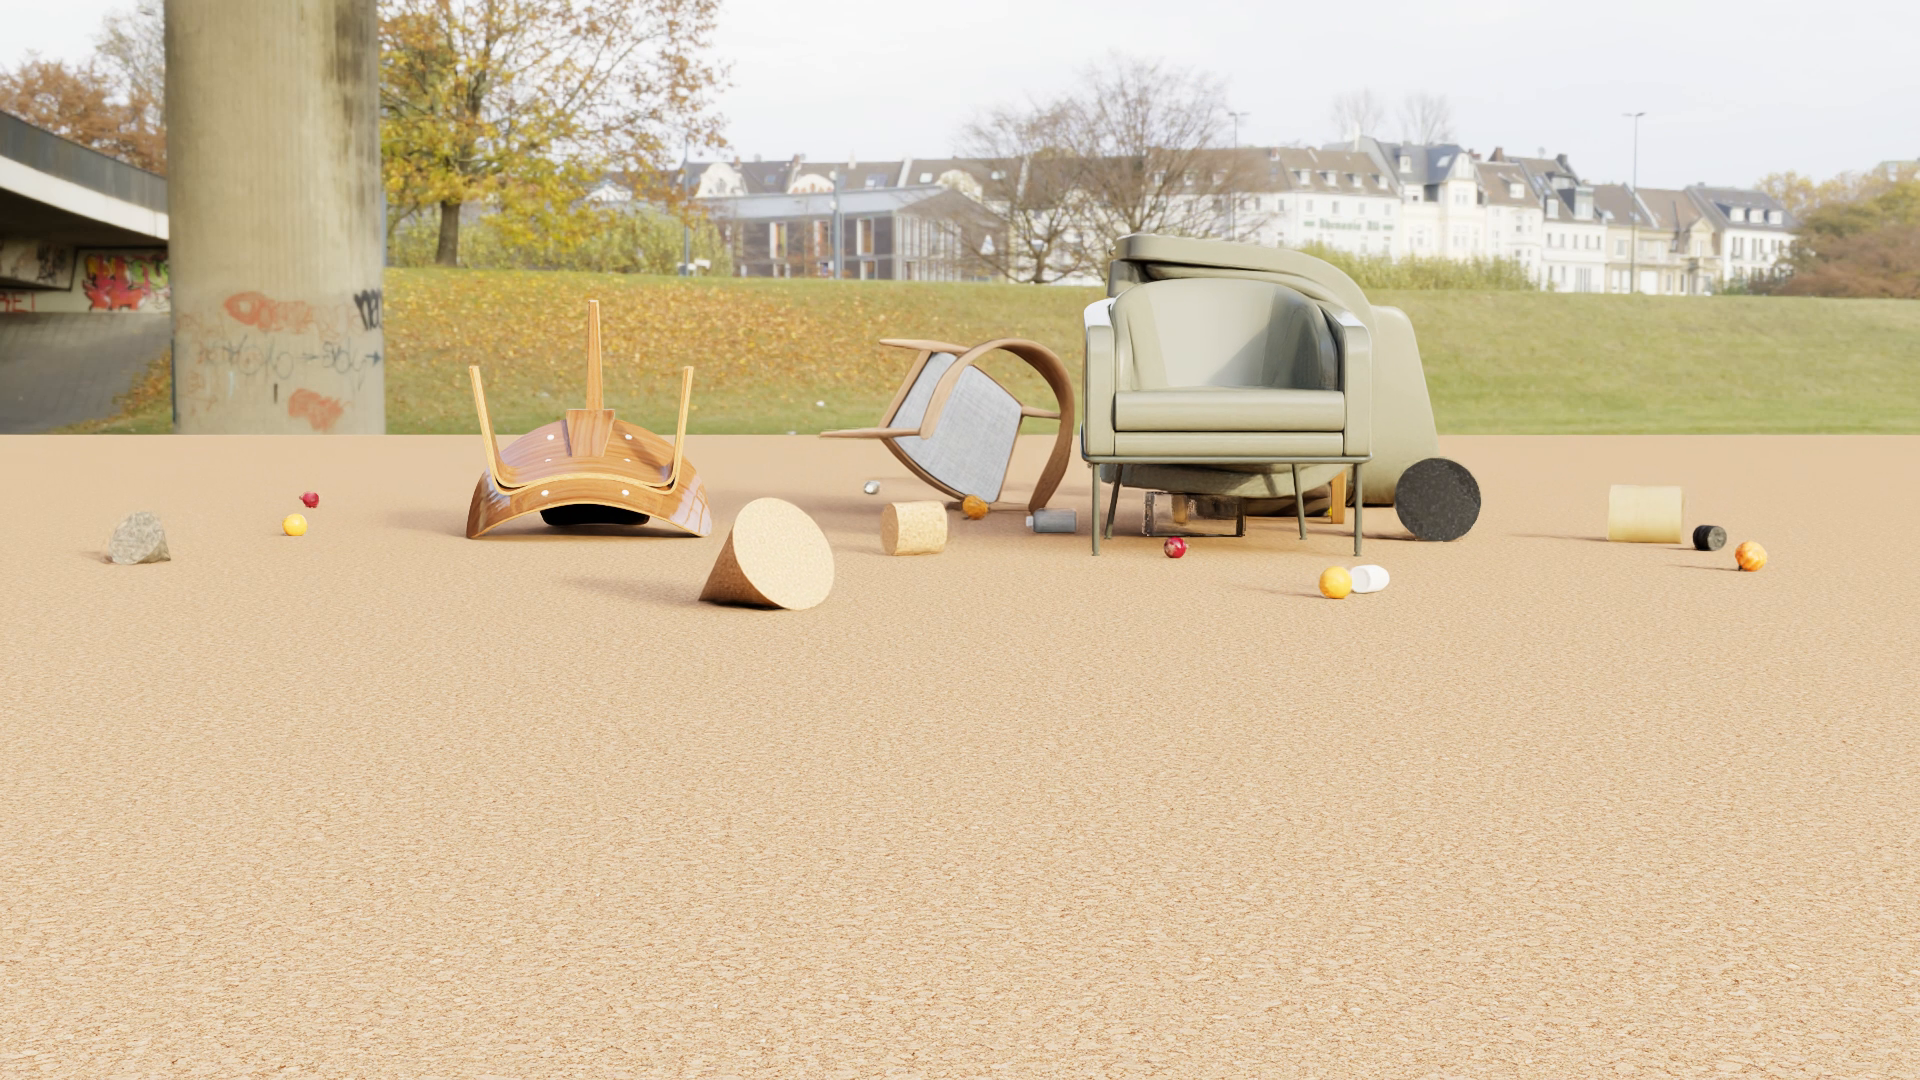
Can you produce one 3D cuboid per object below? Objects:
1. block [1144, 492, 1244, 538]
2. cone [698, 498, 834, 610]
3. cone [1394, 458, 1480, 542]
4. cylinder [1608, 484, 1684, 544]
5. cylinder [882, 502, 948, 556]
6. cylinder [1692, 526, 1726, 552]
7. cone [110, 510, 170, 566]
[{"bbox_3d":[0.713,-0.078,6.704,0.277,0.125,0.120,1,5,-7],"label":"block"},{"bbox_3d":[-0.458,0.078,4.588,0.283,0.242,0.273,-27,-24,38],"label":"cone"},{"bbox_3d":[1.475,-0.067,6.625,0.246,0.278,0.325,-37,-30,9],"label":"cone"},{"bbox_3d":[2.005,-0.076,6.425,0.201,0.170,0.098,2,-5,24],"label":"cylinder"},{"bbox_3d":[-0.124,-0.031,5.961,0.163,0.142,0.081,-3,8,-38],"label":"cylinder"},{"bbox_3d":[2.086,-0.005,6.122,0.064,0.069,0.064,25,-5,-21],"label":"cylinder"},{"bbox_3d":[-2.089,0.024,5.695,0.147,0.159,0.151,47,-4,29],"label":"cone"}]
